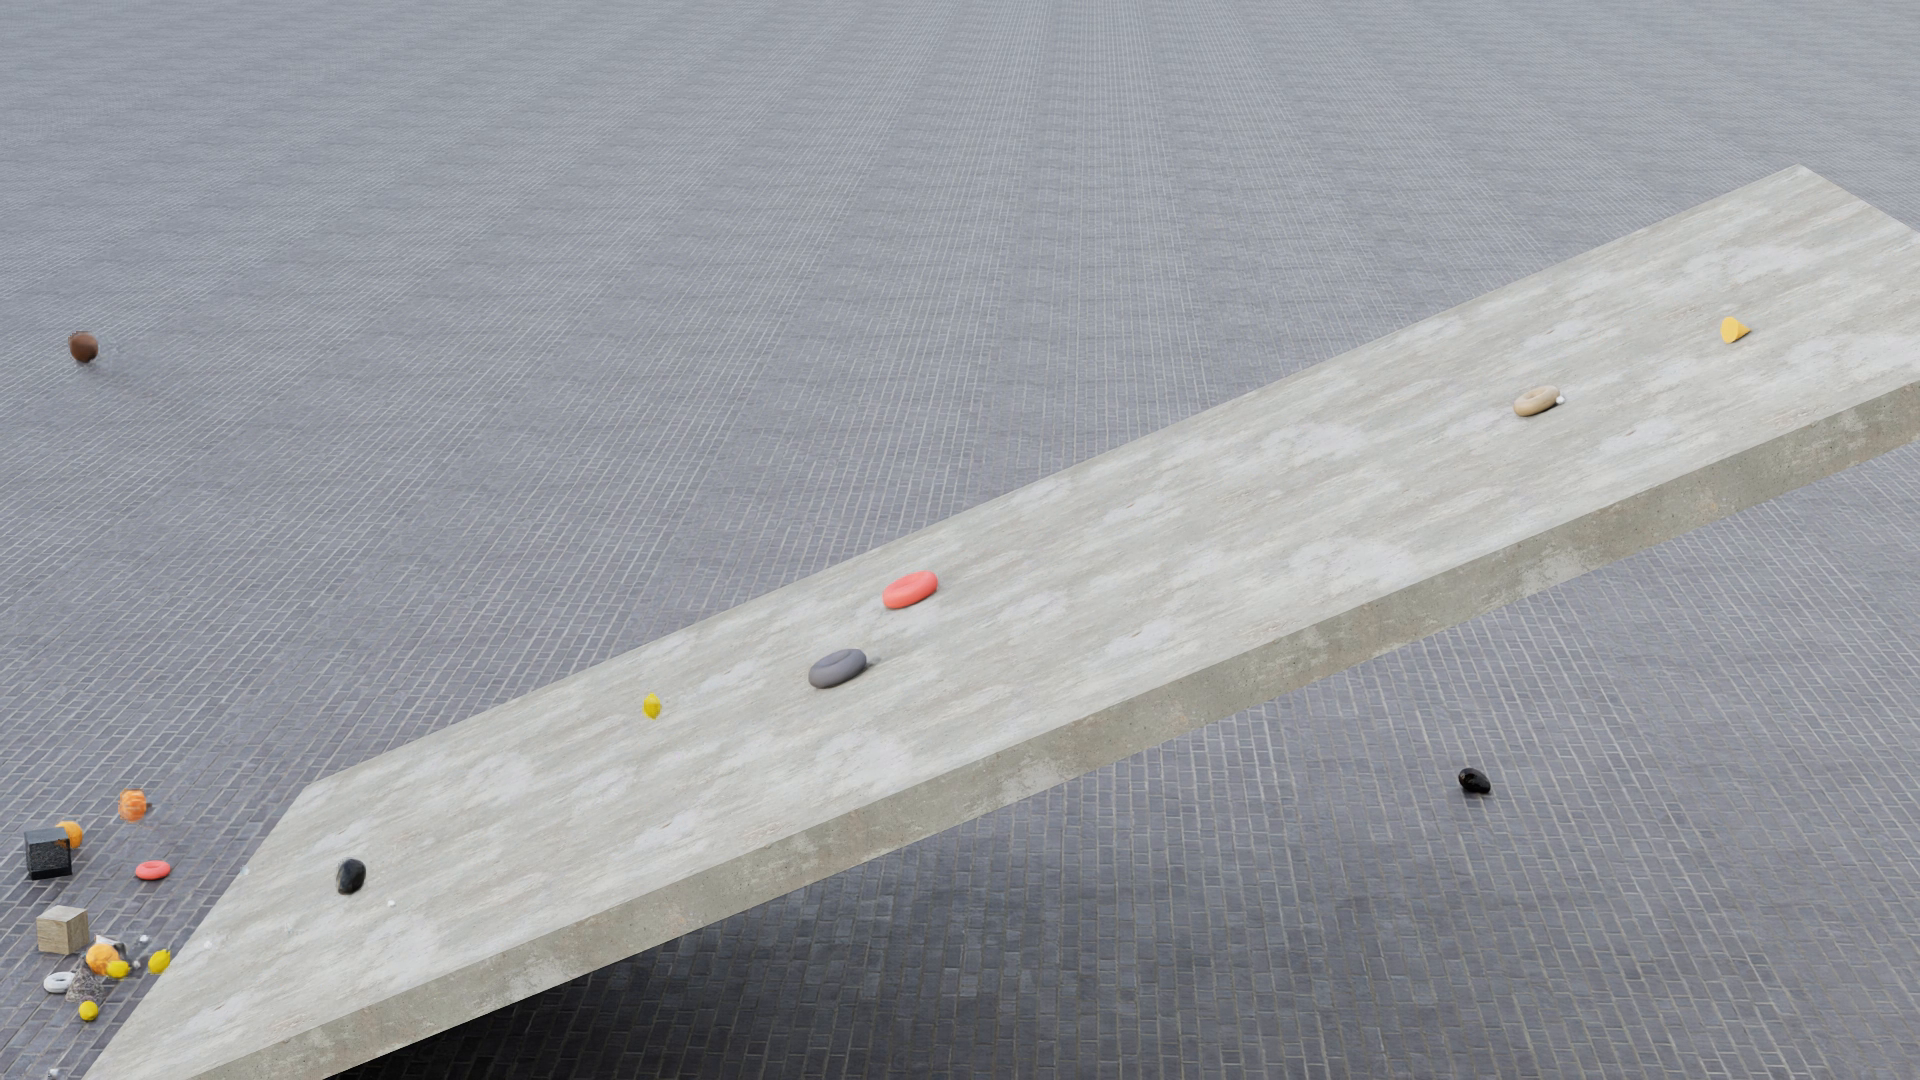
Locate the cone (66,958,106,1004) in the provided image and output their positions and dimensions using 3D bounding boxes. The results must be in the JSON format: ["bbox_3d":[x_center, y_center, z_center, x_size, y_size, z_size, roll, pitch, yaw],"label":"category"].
[{"bbox_3d":[-1.925,0.959,6.466,0.089,0.089,0.089,0,15,0],"label":"cone"}]

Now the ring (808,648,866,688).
[{"bbox_3d":[-0.262,0.273,6.265,0.133,0.044,0.133,-23,14,6],"label":"ring"}]

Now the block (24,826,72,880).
[{"bbox_3d":[-2.228,0.765,7.184,0.094,0.094,0.094,-7,16,-24],"label":"block"}]

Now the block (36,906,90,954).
[{"bbox_3d":[-2.054,0.893,6.734,0.081,0.081,0.081,5,16,18],"label":"block"}]

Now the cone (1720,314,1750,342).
[{"bbox_3d":[1.534,-0.413,5.781,0.054,0.054,0.054,8,9,-30],"label":"cone"}]

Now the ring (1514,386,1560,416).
[{"bbox_3d":[1.160,-0.280,5.914,0.098,0.033,0.098,-24,12,5],"label":"ring"}]

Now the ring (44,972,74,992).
[{"bbox_3d":[-1.990,0.980,6.514,0.077,0.026,0.077,0,16,0],"label":"ring"}]

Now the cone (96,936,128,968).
[{"bbox_3d":[-1.928,0.913,6.622,0.075,0.075,0.075,-16,46,-45],"label":"cone"}]

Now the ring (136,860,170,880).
[{"bbox_3d":[-1.966,0.805,7.168,0.083,0.028,0.083,-1,14,0],"label":"ring"}]

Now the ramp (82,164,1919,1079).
[{"bbox_3d":[0.131,0.170,6.285,4.000,0.100,2.000,-23,13,8],"label":"ramp"}]

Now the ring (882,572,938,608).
[{"bbox_3d":[-0.113,0.112,6.645,0.135,0.045,0.135,-22,14,6],"label":"ring"}]
